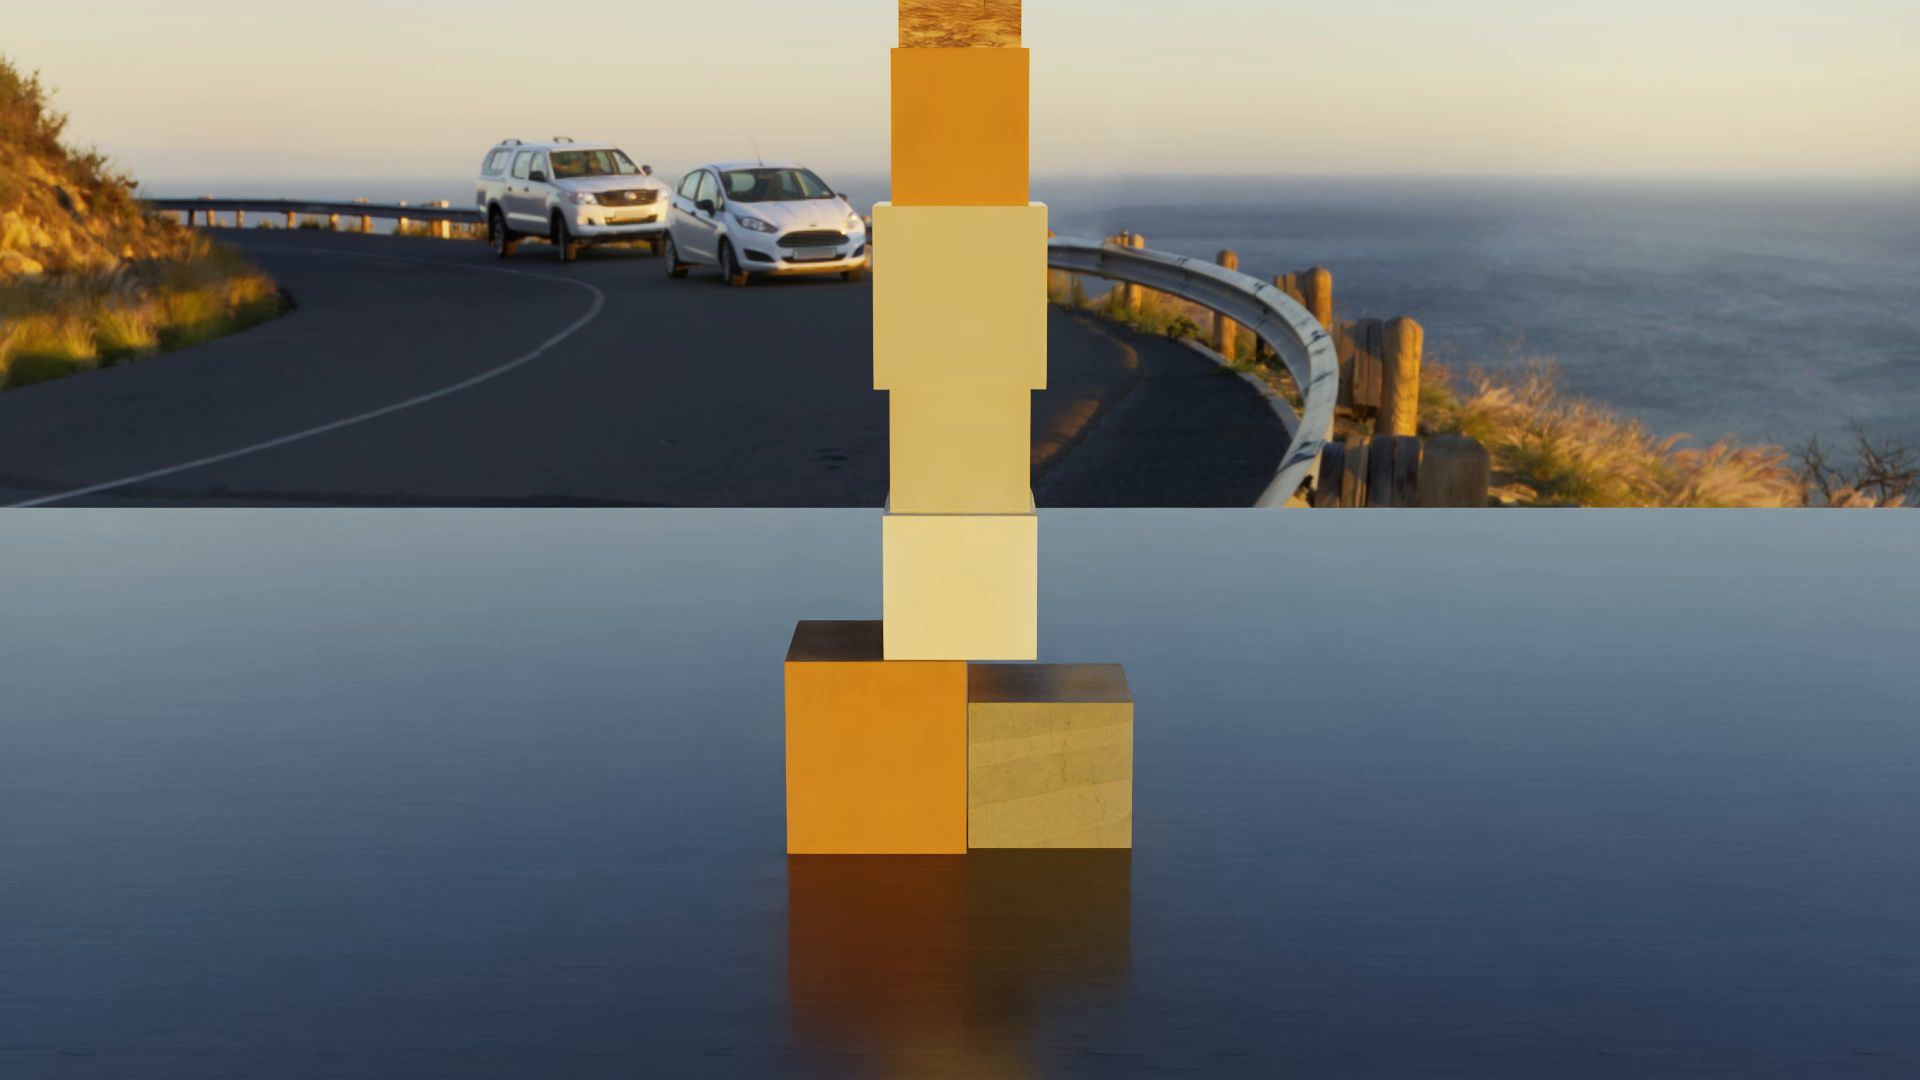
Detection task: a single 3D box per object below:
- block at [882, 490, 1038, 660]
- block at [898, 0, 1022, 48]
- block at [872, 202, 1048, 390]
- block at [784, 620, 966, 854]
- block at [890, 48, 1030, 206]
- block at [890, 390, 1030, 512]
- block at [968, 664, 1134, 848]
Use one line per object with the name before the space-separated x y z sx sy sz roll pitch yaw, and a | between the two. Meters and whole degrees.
block | 0.000 0.161 11.190 0.753 0.716 0.845 0 10 0
block | 0.000 -2.677 10.688 0.585 0.579 0.556 0 10 0
block | 0.000 -1.234 10.975 0.837 0.878 0.797 0 10 0
block | -0.415 0.996 11.347 0.893 0.981 0.950 0 10 0
block | 0.000 -2.032 10.831 0.661 0.743 0.634 0 10 0
block | 0.000 -0.498 11.097 0.686 0.614 0.698 0 10 0
block | 0.452 1.104 11.392 0.819 0.752 0.824 0 10 0
